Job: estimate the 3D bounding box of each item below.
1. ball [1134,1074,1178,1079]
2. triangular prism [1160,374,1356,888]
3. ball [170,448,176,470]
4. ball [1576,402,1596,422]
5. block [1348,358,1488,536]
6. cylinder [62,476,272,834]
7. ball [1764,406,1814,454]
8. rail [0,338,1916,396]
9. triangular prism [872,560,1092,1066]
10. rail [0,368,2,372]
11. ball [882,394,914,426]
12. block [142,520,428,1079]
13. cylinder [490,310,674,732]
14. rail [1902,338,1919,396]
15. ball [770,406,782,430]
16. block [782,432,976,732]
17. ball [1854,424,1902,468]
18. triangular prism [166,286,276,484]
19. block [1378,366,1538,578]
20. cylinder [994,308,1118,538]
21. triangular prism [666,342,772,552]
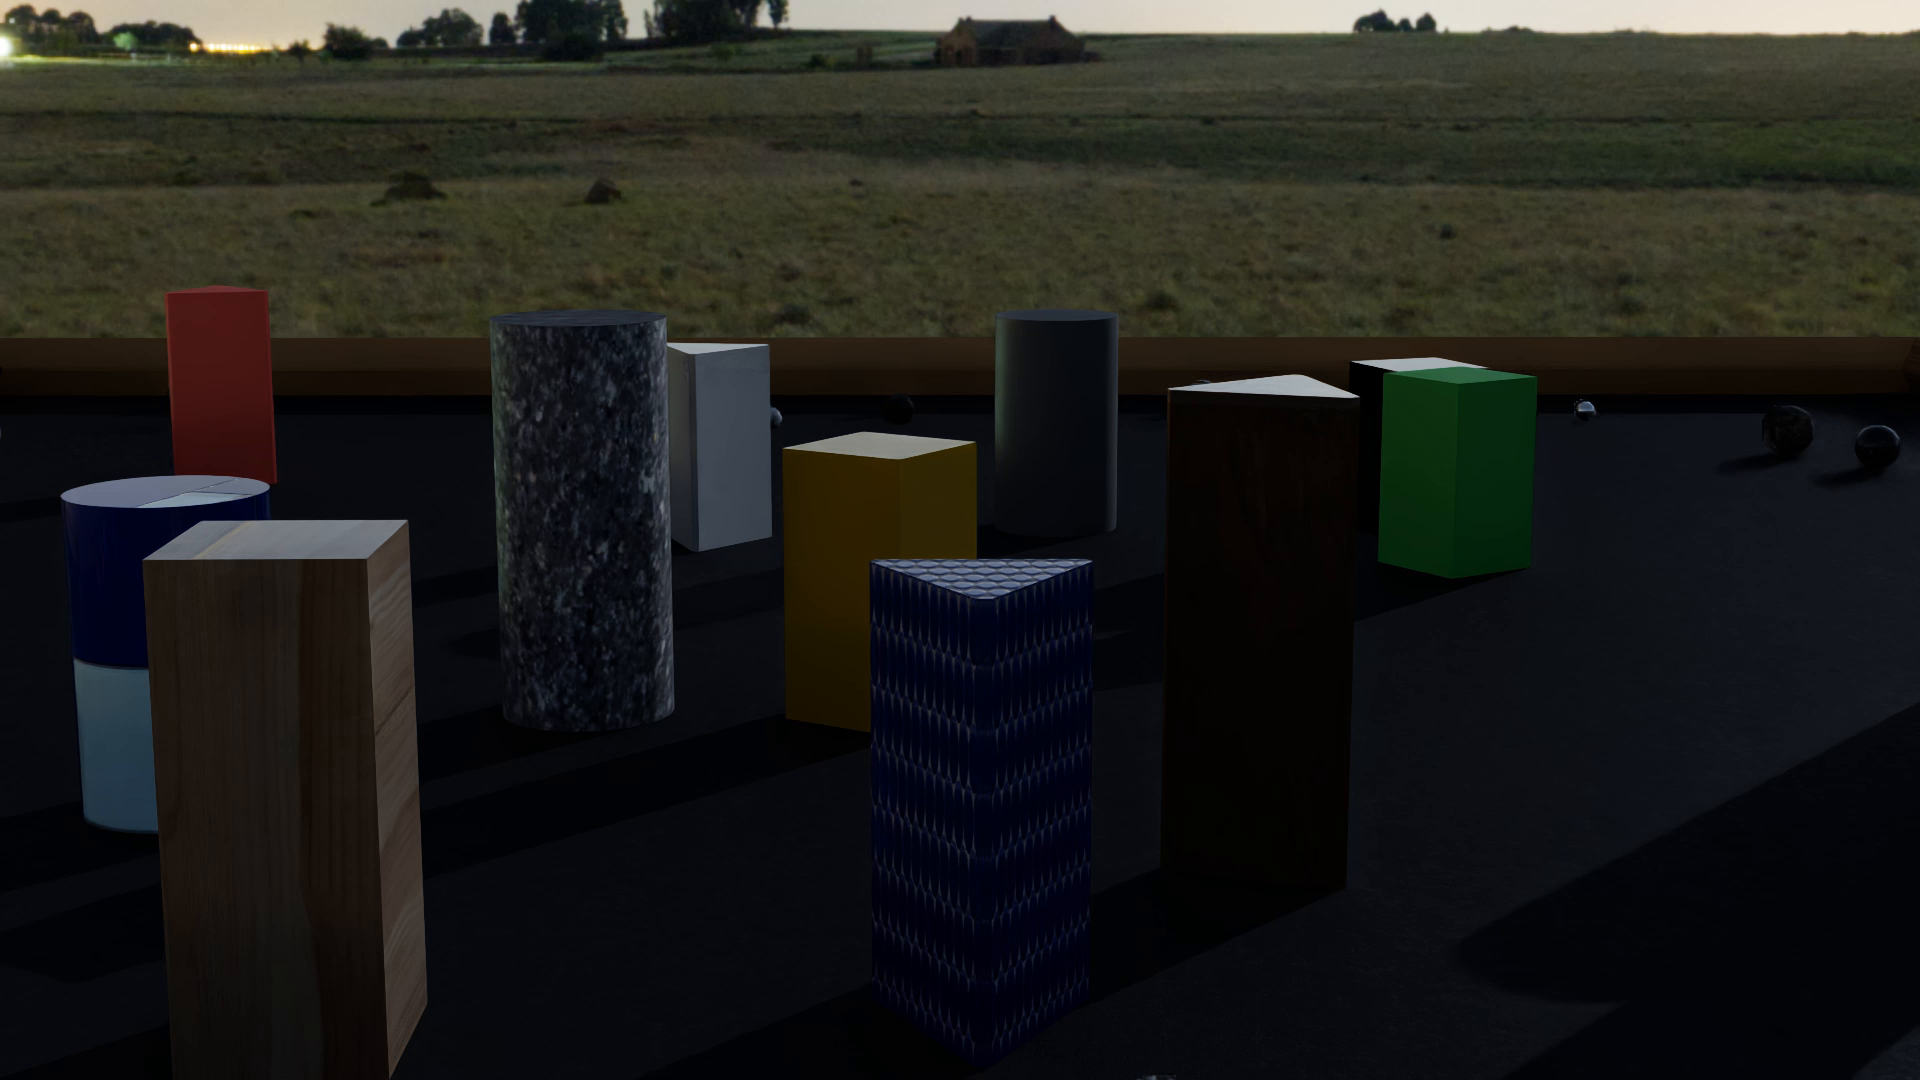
[{"bbox_3d":[0.130,0.388,1.694,0.070,0.070,0.070,0,11,0],"label":"ball"},{"bbox_3d":[0.288,0.077,2.351,0.169,0.443,0.146,4,11,20],"label":"triangular prism"},{"bbox_3d":[-1.383,-0.148,4.600,0.063,0.063,0.063,0,11,0],"label":"ball"},{"bbox_3d":[1.292,-0.266,5.297,0.040,0.040,0.040,0,11,0],"label":"ball"},{"bbox_3d":[0.716,-0.144,4.028,0.156,0.264,0.156,-4,11,-21],"label":"block"},{"bbox_3d":[-0.772,0.108,2.525,0.195,0.317,0.195,0,11,0],"label":"cylinder"},{"bbox_3d":[1.566,-0.208,4.845,0.093,0.093,0.093,0,11,0],"label":"ball"},{"bbox_3d":[-0.013,-0.383,5.686,4.288,0.127,0.045,0,11,0],"label":"rail"},{"bbox_3d":[0.038,0.195,1.963,0.146,0.352,0.169,-6,12,-30],"label":"triangular prism"},{"bbox_3d":[-2.120,0.035,3.437,0.045,0.127,4.597,0,11,0],"label":"rail"},{"bbox_3d":[-0.125,-0.266,5.235,0.064,0.064,0.064,0,11,0],"label":"ball"},{"bbox_3d":[-0.494,0.189,1.902,0.156,0.386,0.156,0,11,-1],"label":"block"},{"bbox_3d":[-0.424,-0.026,2.889,0.195,0.449,0.195,0,11,0],"label":"cylinder"},{"bbox_3d":[2.120,0.030,3.461,0.045,0.127,4.597,0,11,0],"label":"rail"},{"bbox_3d":[-0.382,-0.247,5.182,0.045,0.045,0.045,0,11,0],"label":"ball"},{"bbox_3d":[-0.089,0.046,2.888,0.156,0.308,0.156,7,12,32],"label":"block"},{"bbox_3d":[1.670,-0.169,4.670,0.080,0.080,0.080,0,11,0],"label":"ball"},{"bbox_3d":[-1.303,-0.275,4.530,0.169,0.338,0.146,-3,11,-15],"label":"triangular prism"},{"bbox_3d":[0.727,-0.102,3.756,0.156,0.281,0.156,-7,13,-33],"label":"block"},{"bbox_3d":[0.152,-0.188,4.065,0.195,0.338,0.195,0,11,0],"label":"cylinder"},{"bbox_3d":[-0.404,-0.150,3.962,0.146,0.300,0.169,8,13,38],"label":"triangular prism"}]
